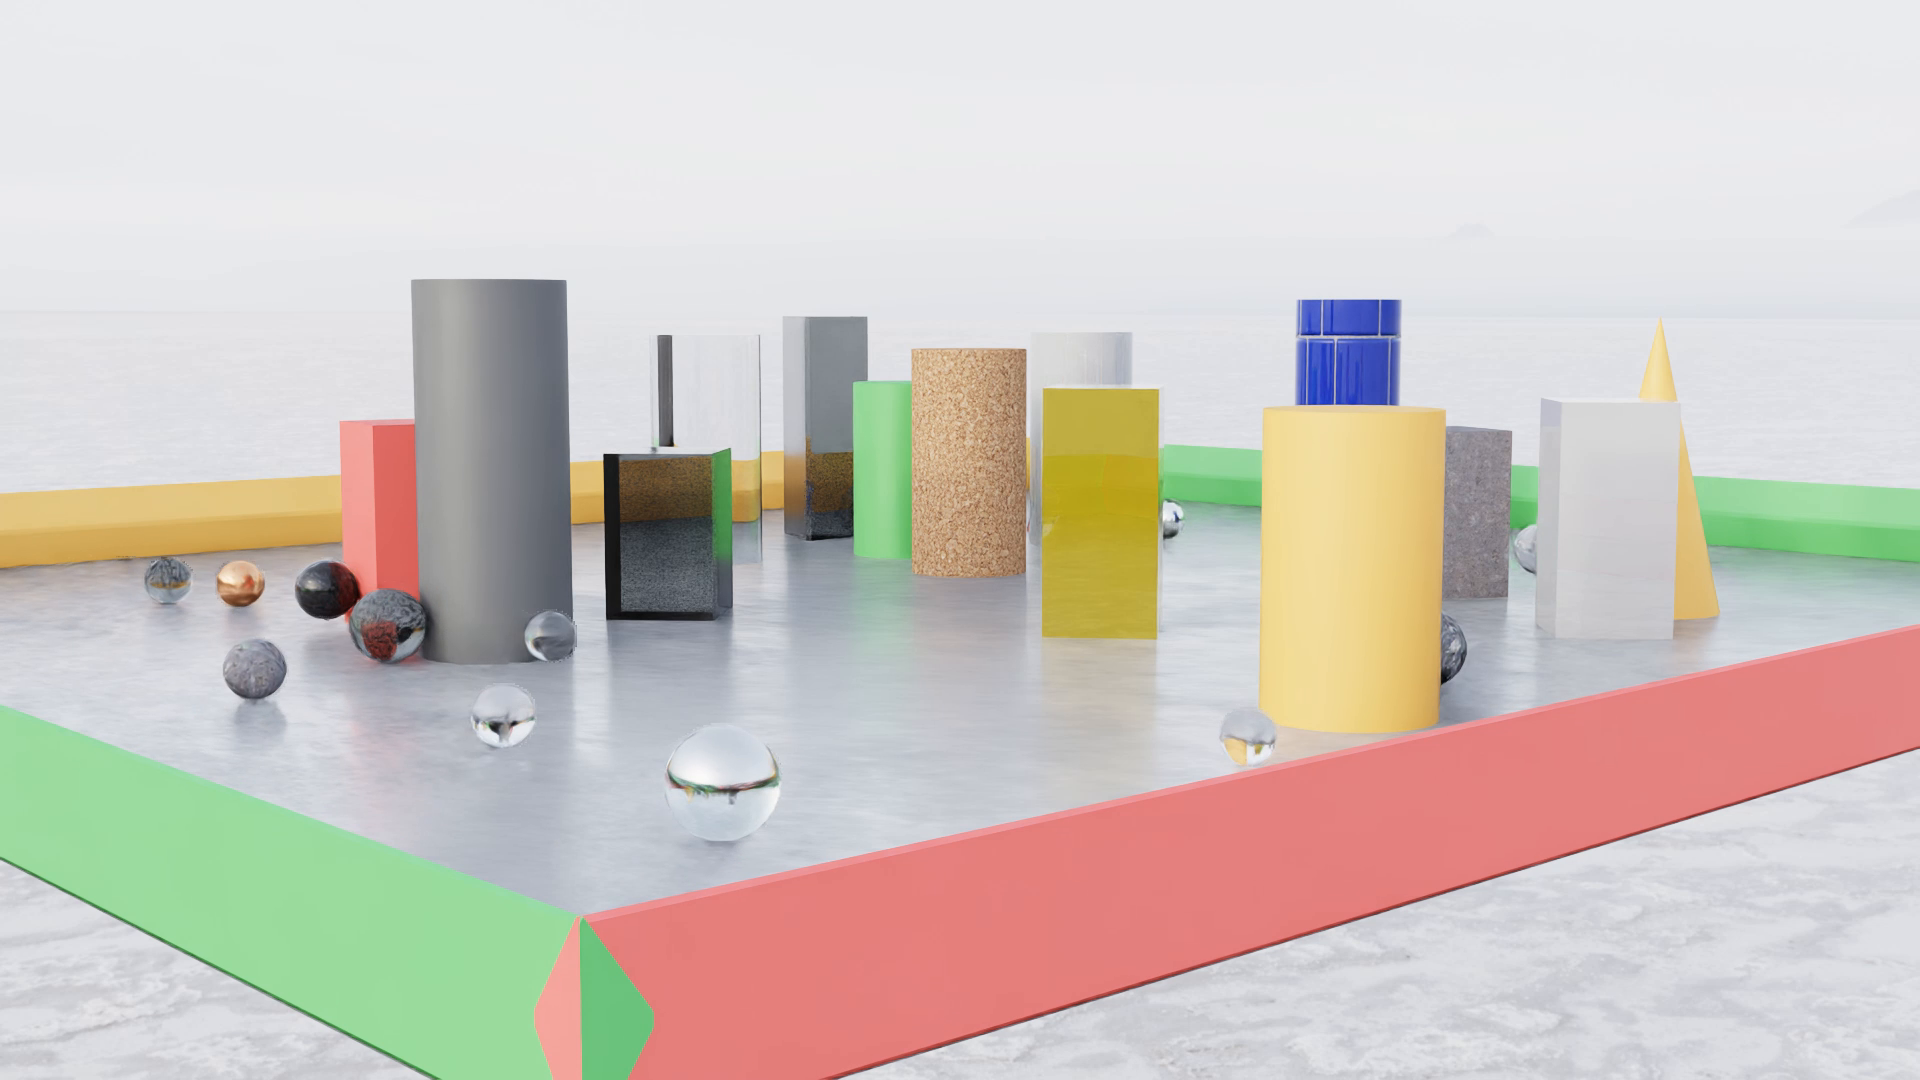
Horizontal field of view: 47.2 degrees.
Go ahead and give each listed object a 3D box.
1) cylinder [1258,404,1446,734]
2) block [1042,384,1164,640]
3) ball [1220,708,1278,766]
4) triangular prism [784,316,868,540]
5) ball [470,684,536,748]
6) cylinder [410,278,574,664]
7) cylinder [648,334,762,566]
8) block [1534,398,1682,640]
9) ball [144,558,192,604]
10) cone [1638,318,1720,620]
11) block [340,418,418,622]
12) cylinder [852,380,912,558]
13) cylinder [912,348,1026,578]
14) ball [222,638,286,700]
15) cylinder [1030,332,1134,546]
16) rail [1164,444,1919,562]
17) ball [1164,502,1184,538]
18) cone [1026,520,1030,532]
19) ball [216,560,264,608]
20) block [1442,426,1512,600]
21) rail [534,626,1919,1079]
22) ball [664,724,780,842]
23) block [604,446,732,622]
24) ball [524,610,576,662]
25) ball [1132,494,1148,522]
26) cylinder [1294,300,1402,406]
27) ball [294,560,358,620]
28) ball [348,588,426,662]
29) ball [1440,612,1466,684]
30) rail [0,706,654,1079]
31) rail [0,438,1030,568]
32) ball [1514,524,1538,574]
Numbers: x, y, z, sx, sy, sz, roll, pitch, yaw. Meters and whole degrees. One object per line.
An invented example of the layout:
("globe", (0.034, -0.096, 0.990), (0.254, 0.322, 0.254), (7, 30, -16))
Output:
("cylinder", (0.427, 0.026, 2.401), (0.196, 0.338, 0.196), (0, 6, 0))
("block", (0.200, -0.043, 3.052), (0.157, 0.339, 0.157), (1, 6, 8))
("ball", (0.282, 0.193, 2.153), (0.056, 0.056, 0.056), (0, 6, 0))
("triangular prism", (-0.293, -0.225, 4.339), (0.147, 0.432, 0.170), (5, 8, 40))
("ball", (-0.466, 0.180, 2.242), (0.065, 0.065, 0.065), (0, 6, 0))
("cylinder", (-0.603, -0.093, 2.842), (0.196, 0.482, 0.196), (0, 6, 0))
("cylinder", (-0.451, -0.164, 3.904), (0.196, 0.401, 0.196), (0, 6, 0))
("block", (0.894, -0.033, 3.046), (0.157, 0.321, 0.157), (0, 6, 5))
("ball", (-1.205, 0.062, 3.345), (0.069, 0.069, 0.069), (0, 6, 0))
("cone", (1.027, -0.113, 3.249), (0.196, 0.437, 0.196), (0, 6, 0))
("block", (-0.773, -0.024, 3.111), (0.157, 0.288, 0.157), (-4, 7, -32))
("cylinder", (-0.097, -0.132, 4.026), (0.196, 0.313, 0.196), (0, 6, 0))
("cylinder", (0.015, -0.136, 3.746), (0.196, 0.379, 0.196), (0, 6, 0))
("ball", (-0.808, 0.148, 2.520), (0.069, 0.069, 0.069), (0, 6, 0))
("cylinder", (0.231, -0.195, 4.193), (0.196, 0.403, 0.196), (0, 6, 0))
("rail", (1.182, -0.080, 4.417), (0.045, 0.127, 2.952), (-5, 8, -42))
("ball", (0.403, -0.039, 4.291), (0.072, 0.072, 0.072), (0, 6, 0))
("cone", (0.232, -0.195, 4.434), (0.196, 0.353, 0.196), (0, 6, 0))
("ball", (-1.081, 0.066, 3.303), (0.070, 0.070, 0.070), (0, 6, 0))
("block", (0.753, -0.045, 3.457), (0.157, 0.259, 0.157), (-2, 6, -19))
("rail", (0.985, 0.144, 2.270), (3.264, 0.127, 0.045), (-5, 8, -42))
("ball", (-0.200, 0.204, 1.848), (0.098, 0.098, 0.098), (0, 6, 0))
("block", (-0.426, -0.012, 3.227), (0.157, 0.240, 0.157), (0, 6, 4))
("ball", (-0.512, 0.120, 2.746), (0.063, 0.063, 0.063), (0, 6, 0))
("ball", (0.349, -0.063, 4.411), (0.057, 0.057, 0.057), (0, 6, 0))
("cylinder", (0.727, -0.219, 4.135), (0.196, 0.463, 0.196), (0, 6, 0))
("ball", (-0.886, 0.069, 3.074), (0.085, 0.085, 0.085), (0, 6, 0))
("ball", (-0.724, 0.108, 2.783), (0.095, 0.095, 0.095), (0, 6, 0))
("ball", (0.553, 0.128, 2.606), (0.092, 0.092, 0.092), (0, 6, 0))
("rail", (-1.182, 0.147, 2.247), (0.045, 0.127, 2.952), (-5, 8, -42))
("rail", (-0.985, -0.078, 4.394), (3.264, 0.127, 0.045), (-5, 8, -42))
("ball", (0.977, 0.016, 3.706), (0.086, 0.086, 0.086), (0, 6, 0))
